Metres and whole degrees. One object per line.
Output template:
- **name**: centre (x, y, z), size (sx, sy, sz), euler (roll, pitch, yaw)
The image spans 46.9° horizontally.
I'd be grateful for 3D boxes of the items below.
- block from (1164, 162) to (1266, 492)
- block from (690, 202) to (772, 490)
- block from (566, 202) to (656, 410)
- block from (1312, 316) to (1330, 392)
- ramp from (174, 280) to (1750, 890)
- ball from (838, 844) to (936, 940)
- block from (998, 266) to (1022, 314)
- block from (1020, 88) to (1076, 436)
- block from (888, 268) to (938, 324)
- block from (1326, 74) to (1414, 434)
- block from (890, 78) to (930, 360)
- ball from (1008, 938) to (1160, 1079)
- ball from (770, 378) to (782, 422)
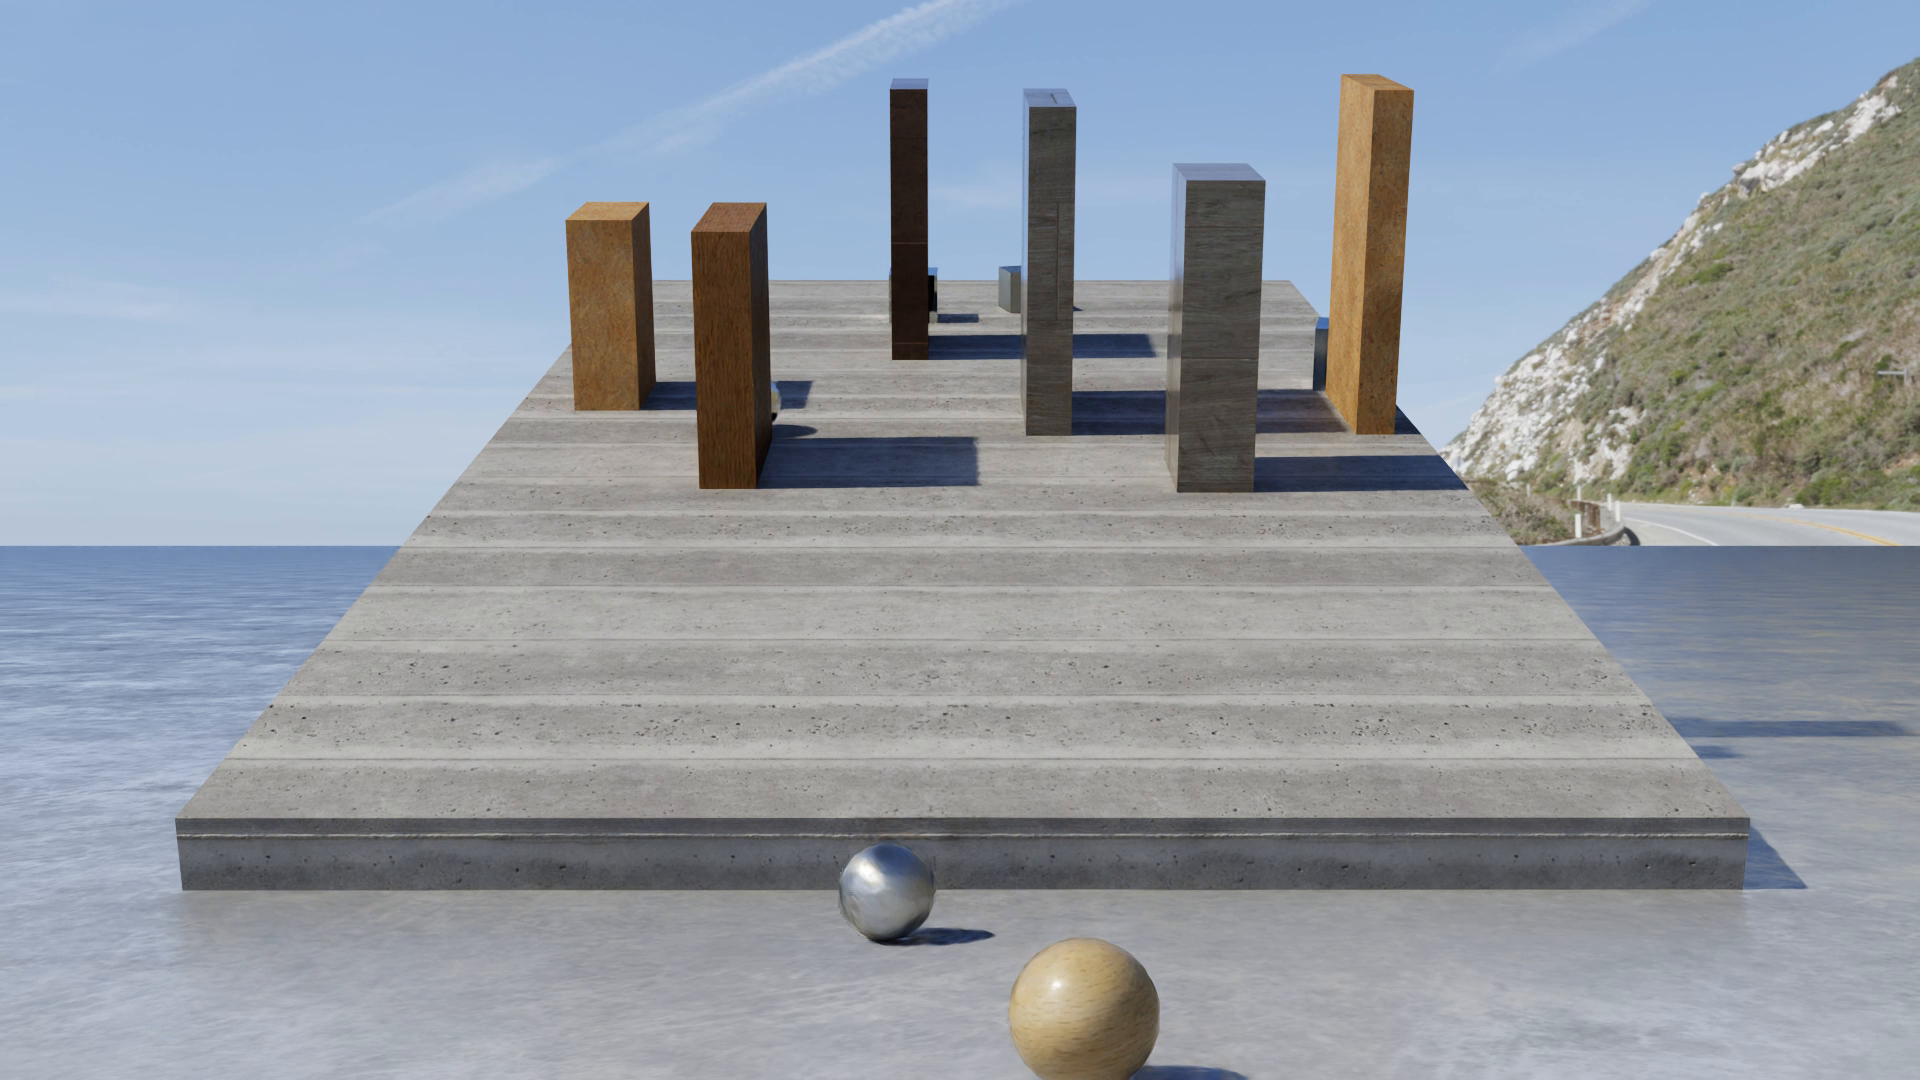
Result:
- **block**: centre (0.497, -0.421, 4.362), size (0.149, 0.606, 0.270), euler (0, 16, 0)
- **block**: centre (-0.456, -0.400, 4.464), size (0.111, 0.505, 0.409), euler (0, 16, 0)
- **block**: centre (-0.796, -0.539, 5.069), size (0.145, 0.429, 0.295), euler (0, 16, 0)
- **block**: centre (0.914, -0.437, 5.223), size (0.148, 0.148, 0.148), euler (3, 17, 11)
- **ramp**: centre (-0.002, -0.166, 4.742), size (2.000, 0.100, 4.000), euler (0, 16, 0)
- **ball**: centre (-0.082, 0.395, 2.483), size (0.108, 0.108, 0.108), euler (0, 0, 0)
- **block**: centre (0.178, -0.701, 6.180), size (0.112, 0.112, 0.112), euler (-5, 17, -16)
- **block**: centre (0.190, -0.620, 4.872), size (0.098, 0.698, 0.431), euler (0, 16, 0)
- **block**: centre (-0.126, -0.668, 6.034), size (0.130, 0.130, 0.130), euler (0, 16, 0)
- **block**: centre (0.895, -0.636, 4.868), size (0.083, 0.731, 0.407), euler (0, 16, 0)
- **block**: centre (-0.125, -0.812, 5.577), size (0.091, 0.665, 0.311), euler (0, 16, 0)
- **ball**: centre (0.101, 0.387, 1.804), size (0.124, 0.124, 0.124), euler (0, 0, 0)
- **ball**: centre (-0.453, -0.299, 4.777), size (0.134, 0.134, 0.134), euler (0, 0, 0)
